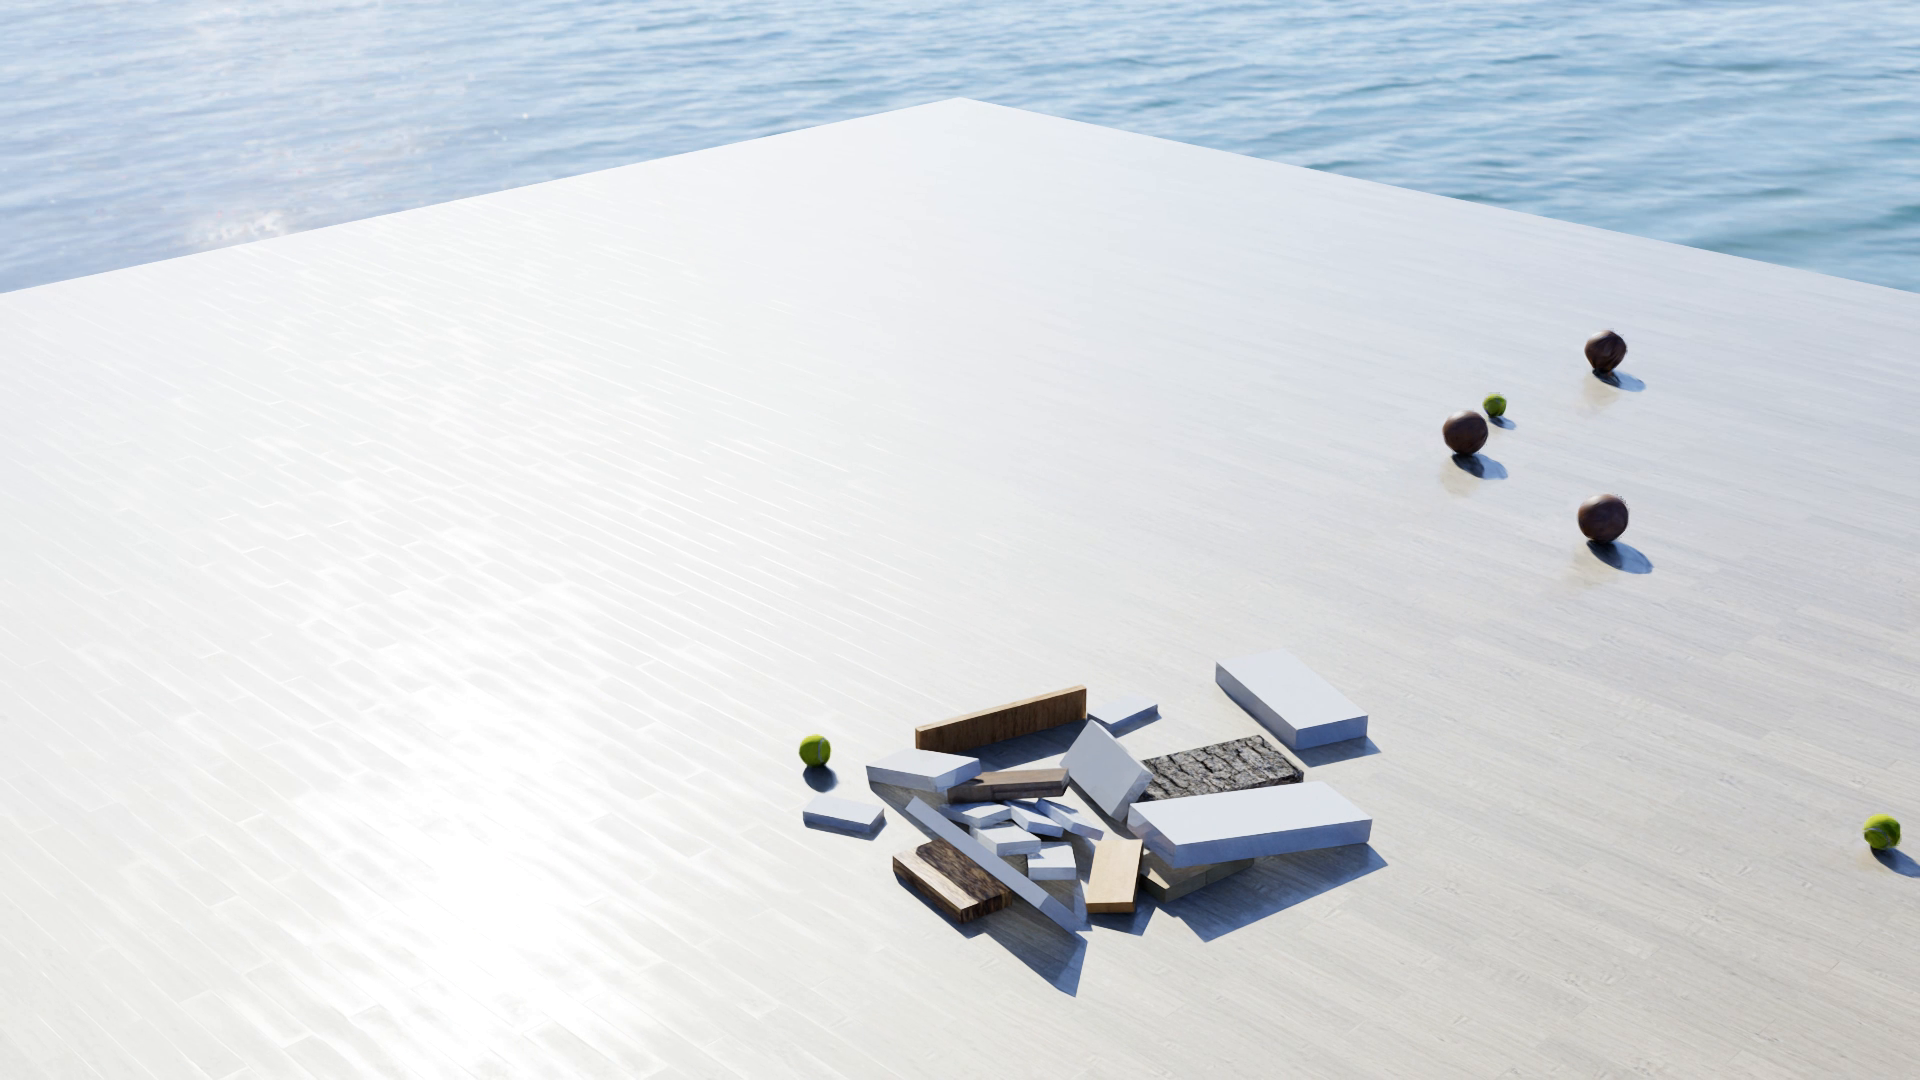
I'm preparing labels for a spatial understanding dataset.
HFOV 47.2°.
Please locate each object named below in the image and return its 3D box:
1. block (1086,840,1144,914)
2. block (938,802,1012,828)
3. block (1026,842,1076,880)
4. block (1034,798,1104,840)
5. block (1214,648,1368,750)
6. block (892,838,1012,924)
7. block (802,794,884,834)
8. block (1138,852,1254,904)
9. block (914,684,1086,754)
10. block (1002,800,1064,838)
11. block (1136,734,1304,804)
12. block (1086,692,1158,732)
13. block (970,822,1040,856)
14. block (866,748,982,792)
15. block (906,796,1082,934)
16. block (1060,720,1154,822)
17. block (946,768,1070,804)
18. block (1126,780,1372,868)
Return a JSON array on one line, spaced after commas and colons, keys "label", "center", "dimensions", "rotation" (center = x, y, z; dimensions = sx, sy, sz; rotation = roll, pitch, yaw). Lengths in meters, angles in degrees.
[{"label": "block", "center": [0.294, 0.637, 4.171], "dimensions": [0.089, 0.025, 0.177], "rotation": [-4, 32, 14]}, {"label": "block", "center": [0.029, 0.544, 4.399], "dimensions": [0.076, 0.021, 0.151], "rotation": [-14, 11, -32]}, {"label": "block", "center": [0.173, 0.615, 4.220], "dimensions": [0.089, 0.025, 0.177], "rotation": [0, 8, 0]}, {"label": "block", "center": [0.217, 0.553, 4.359], "dimensions": [0.076, 0.021, 0.151], "rotation": [21, 3, -28]}, {"label": "block", "center": [0.731, 0.349, 4.873], "dimensions": [0.178, 0.050, 0.356], "rotation": [-9, 25, -21]}, {"label": "block", "center": [-0.017, 0.648, 4.192], "dimensions": [0.117, 0.033, 0.233], "rotation": [-15, 27, -31]}, {"label": "block", "center": [-0.235, 0.551, 4.434], "dimensions": [0.148, 0.021, 0.074], "rotation": [9, 24, 20]}, {"label": "block", "center": [0.444, 0.625, 4.246], "dimensions": [0.233, 0.033, 0.117], "rotation": [-17, 28, -34]}, {"label": "block", "center": [0.091, 0.393, 4.739], "dimensions": [0.415, 0.074, 0.021], "rotation": [-12, 26, -27]}, {"label": "block", "center": [0.143, 0.552, 4.363], "dimensions": [0.076, 0.021, 0.151], "rotation": [13, 6, -20]}, {"label": "block", "center": [0.507, 0.495, 4.529], "dimensions": [0.356, 0.050, 0.178], "rotation": [-10, 25, -22]}, {"label": "block", "center": [0.358, 0.379, 4.841], "dimensions": [0.148, 0.021, 0.074], "rotation": [-19, 29, -37]}, {"label": "block", "center": [0.087, 0.581, 4.283], "dimensions": [0.089, 0.025, 0.177], "rotation": [-3, 5, -17]}, {"label": "block", "center": [-0.077, 0.472, 4.522], "dimensions": [0.117, 0.033, 0.234], "rotation": [-19, 13, -37]}, {"label": "block", "center": [0.059, 0.614, 4.176], "dimensions": [0.033, 0.117, 0.436], "rotation": [-53, 40, -7]}, {"label": "block", "center": [0.298, 0.471, 4.507], "dimensions": [0.033, 0.117, 0.234], "rotation": [32, 5, -32]}, {"label": "block", "center": [0.099, 0.498, 4.465], "dimensions": [0.234, 0.033, 0.117], "rotation": [-4, 6, 10]}, {"label": "block", "center": [0.569, 0.555, 4.314], "dimensions": [0.451, 0.050, 0.178], "rotation": [-3, 21, -25]}]
